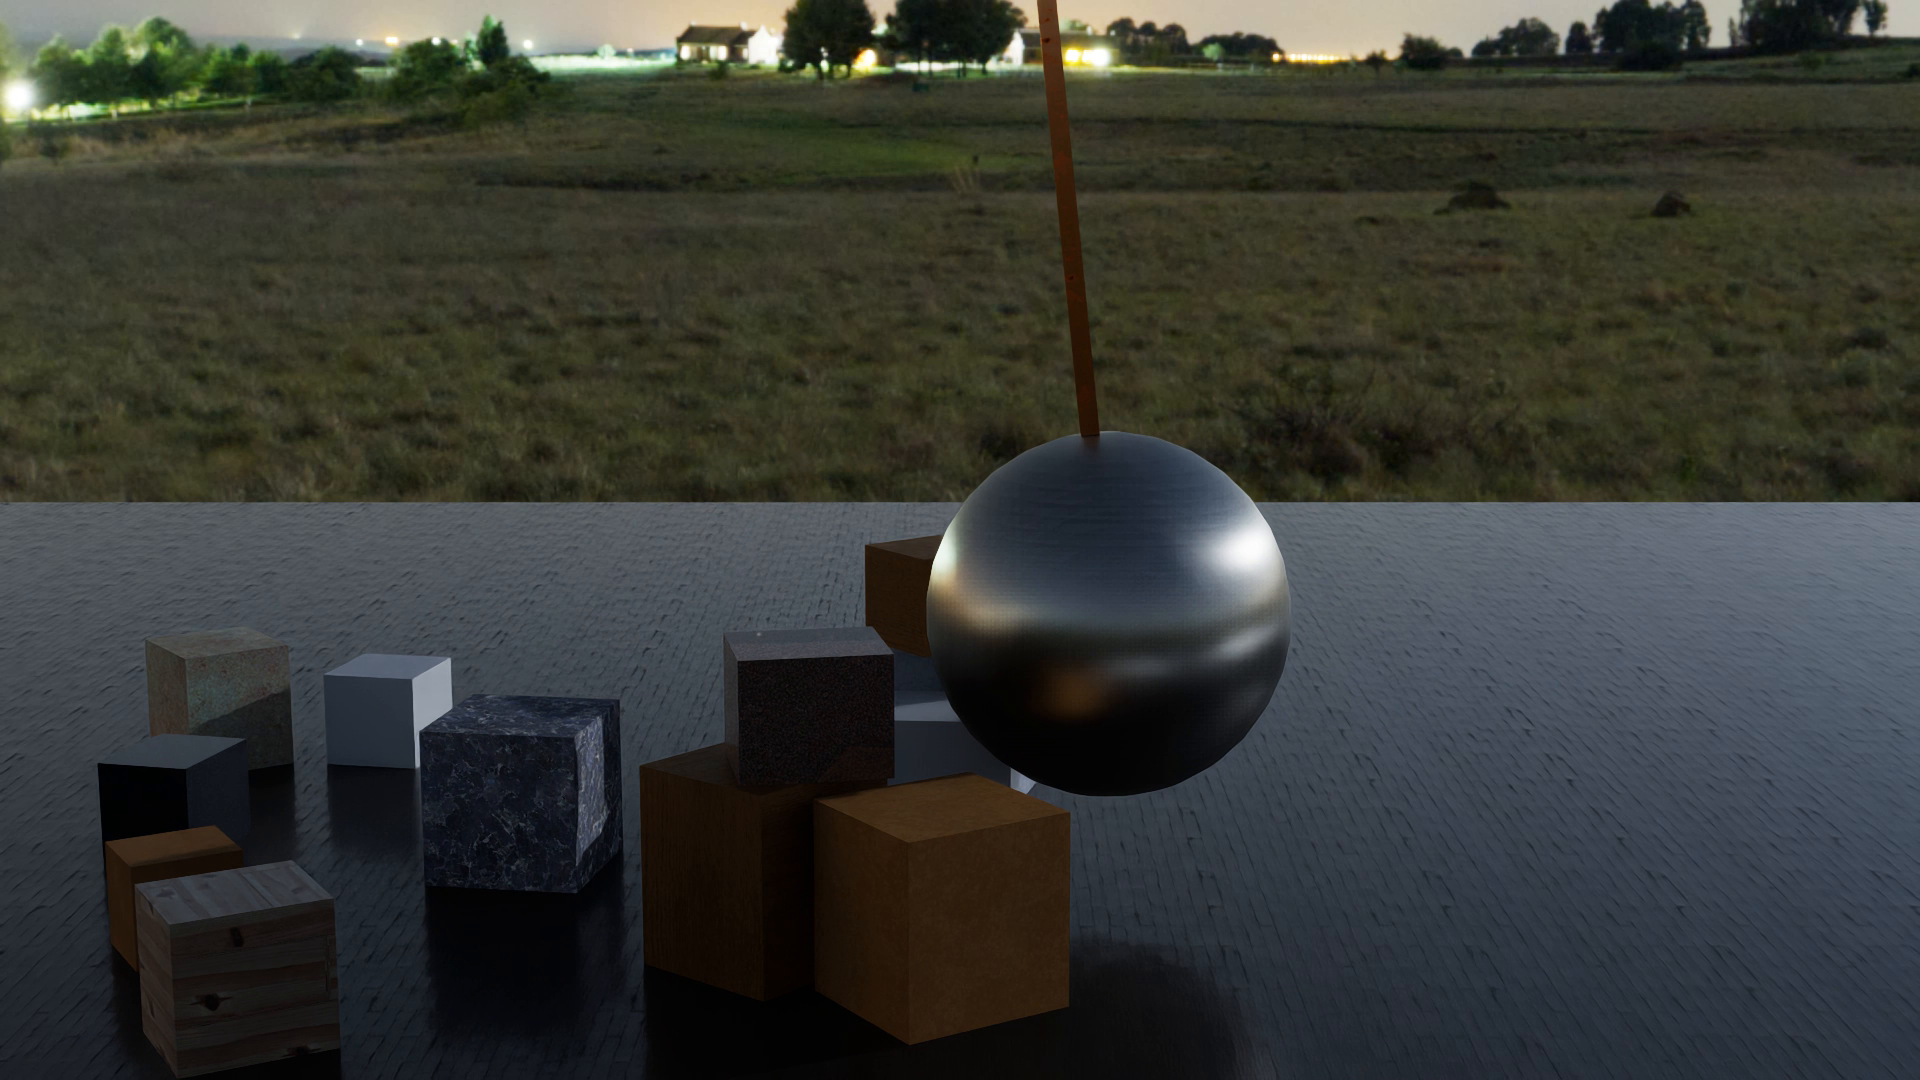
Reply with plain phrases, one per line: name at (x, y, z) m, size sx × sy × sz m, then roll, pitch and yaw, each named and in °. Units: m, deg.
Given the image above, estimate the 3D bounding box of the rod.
rod at (0.281, -3.002, 10.634) m, size 0.080 × 5.200 × 0.080 m, roll -6°, pitch 10°, yaw 1°

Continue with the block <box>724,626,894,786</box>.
block at (-0.598, 0.645, 10.072) m, size 0.602 × 0.492 × 0.511 m, roll -2°, pitch 11°, yaw -11°

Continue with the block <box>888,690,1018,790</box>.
block at (-0.051, 1.067, 12.052) m, size 0.619 × 0.588 × 0.572 m, roll 1°, pitch 10°, yaw 5°

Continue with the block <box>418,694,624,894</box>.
block at (-1.947, 1.120, 11.461) m, size 0.693 × 0.696 × 0.694 m, roll 2°, pitch 10°, yaw 9°

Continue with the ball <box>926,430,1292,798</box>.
ball at (0.649, 0.323, 11.239) m, size 1.600 × 1.600 × 1.600 m, roll 0°, pitch 10°, yaw 0°

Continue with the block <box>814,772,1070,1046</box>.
block at (-0.073, 1.385, 9.800) m, size 0.721 × 0.769 × 0.683 m, roll -7°, pitch 12°, yaw -33°

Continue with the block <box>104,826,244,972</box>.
block at (-3.178, 1.447, 10.403) m, size 0.445 × 0.430 × 0.405 m, roll -6°, pitch 12°, yaw -31°

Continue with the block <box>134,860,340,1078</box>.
block at (-2.647, 1.559, 9.395) m, size 0.585 × 0.570 × 0.529 m, roll -6°, pitch 12°, yaw -30°

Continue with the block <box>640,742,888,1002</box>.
block at (-0.777, 1.280, 10.239) m, size 0.670 × 0.817 × 0.717 m, roll 9°, pitch 13°, yaw 39°

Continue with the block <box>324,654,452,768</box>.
block at (-2.974, 0.886, 13.376) m, size 0.485 × 0.470 × 0.505 m, roll 2°, pitch 11°, yaw 11°

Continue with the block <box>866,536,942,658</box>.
block at (-0.135, 0.265, 12.385) m, size 0.448 × 0.470 × 0.484 m, roll -8°, pitch 13°, yaw -36°

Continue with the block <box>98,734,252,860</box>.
block at (-3.597, 1.186, 11.773) m, size 0.438 × 0.453 × 0.545 m, roll 2°, pitch 11°, yaw 13°

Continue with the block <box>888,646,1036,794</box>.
block at (-0.021, 0.834, 12.773) m, size 0.766 × 0.789 × 0.788 m, roll 3°, pitch 11°, yaw 14°

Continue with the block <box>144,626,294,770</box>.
block at (-3.828, 0.831, 13.256) m, size 0.539 × 0.623 × 0.581 m, roll -8°, pitch 13°, yaw -36°
